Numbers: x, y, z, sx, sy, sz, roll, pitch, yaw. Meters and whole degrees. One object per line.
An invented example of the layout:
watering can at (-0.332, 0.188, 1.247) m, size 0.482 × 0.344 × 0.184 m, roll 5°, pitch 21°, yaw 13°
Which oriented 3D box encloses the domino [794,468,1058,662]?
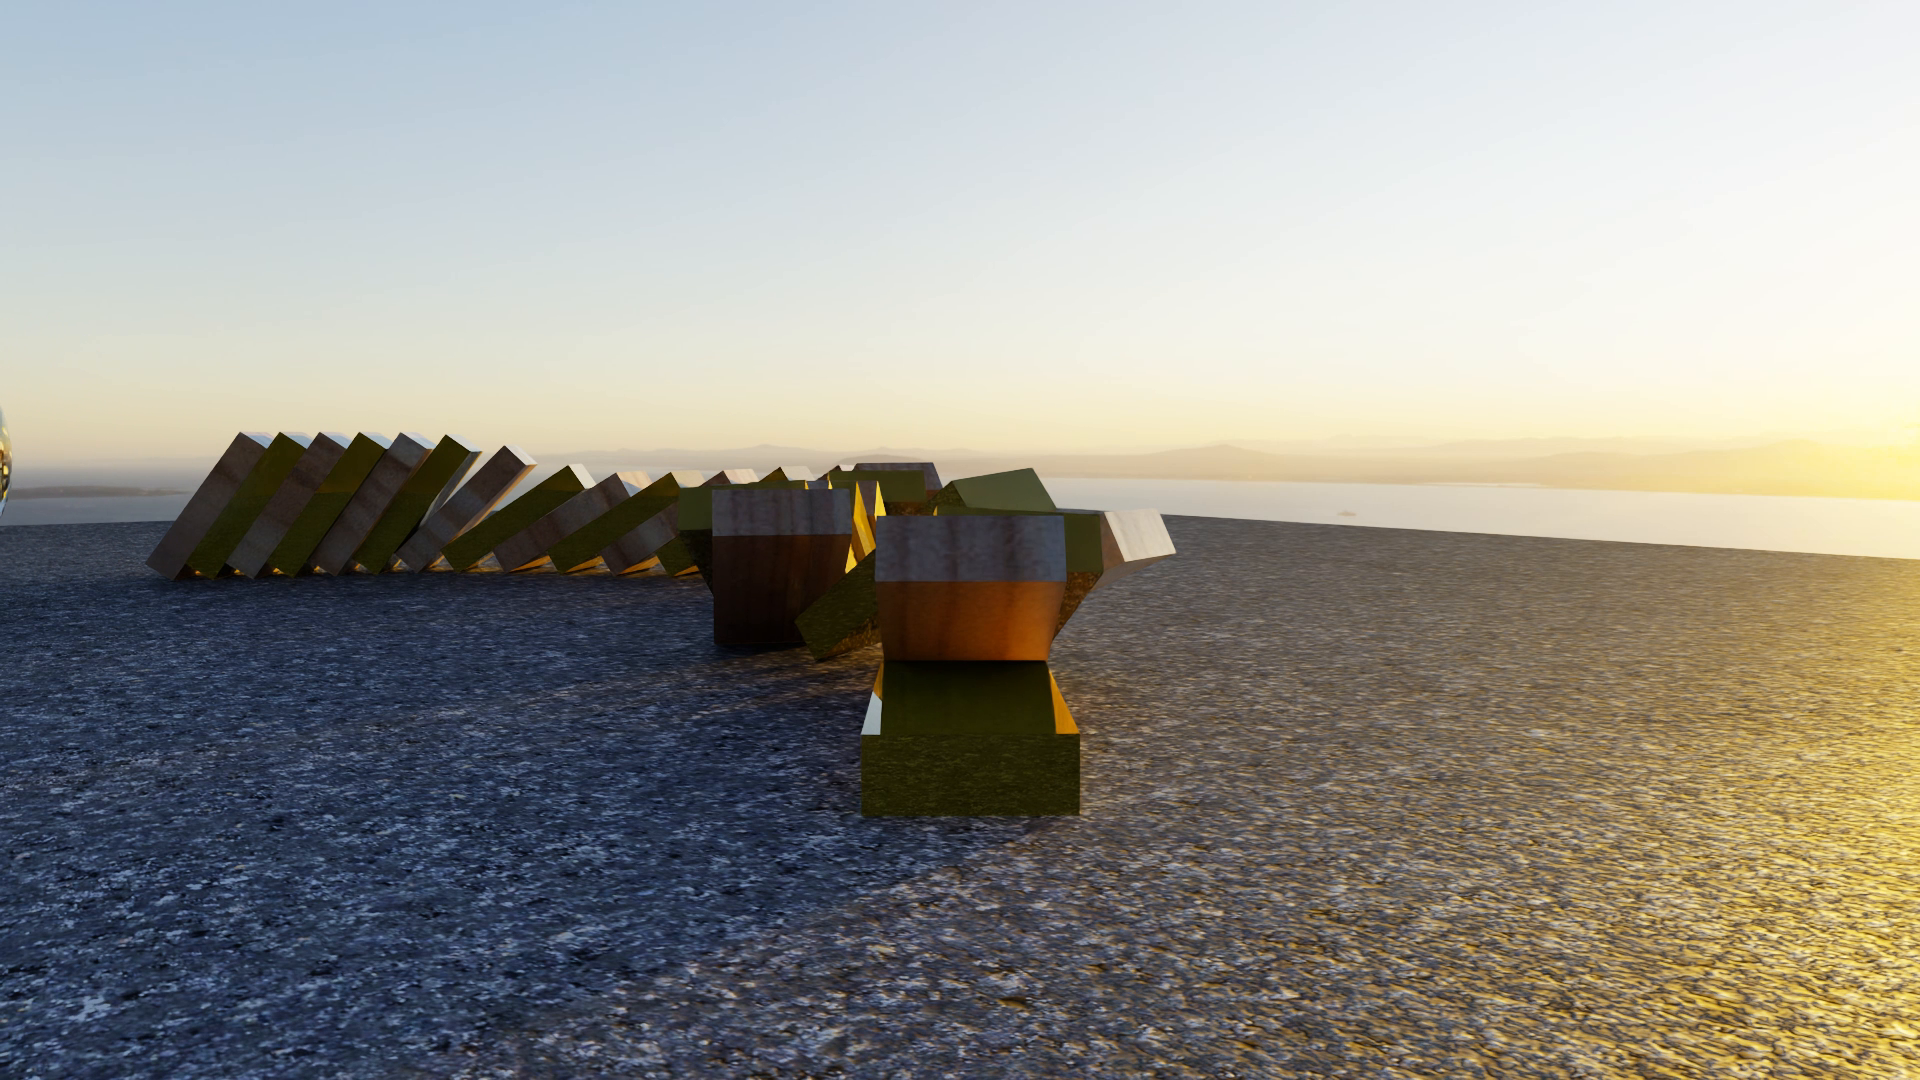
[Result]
domino at (-0.007, 0.005, 0.247) m, size 0.050 × 0.009 × 0.025 m, roll -40°, pitch -17°, yaw 35°

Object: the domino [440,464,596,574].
domino at (-0.148, -0.008, 0.434) m, size 0.050 × 0.009 × 0.025 m, roll -34°, pitch 7°, yaw -3°

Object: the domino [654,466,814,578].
domino at (-0.071, -0.006, 0.411) m, size 0.050 × 0.009 × 0.025 m, roll -33°, pitch -4°, yaw 12°

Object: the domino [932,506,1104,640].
domino at (0.004, 0.010, 0.213) m, size 0.025 × 0.009 × 0.050 m, roll 3°, pitch -24°, yaw -10°

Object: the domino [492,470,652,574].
domino at (-0.128, -0.006, 0.428) m, size 0.050 × 0.009 × 0.025 m, roll -30°, pitch 0°, yaw 8°

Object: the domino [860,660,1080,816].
domino at (0.001, 0.025, 0.171) m, size 0.025 × 0.010 × 0.050 m, roll 0°, pitch 4°, yaw -1°

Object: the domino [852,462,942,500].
domino at (-0.028, -0.004, 0.376) m, size 0.025 × 0.009 × 0.050 m, roll -3°, pitch -31°, yaw -34°

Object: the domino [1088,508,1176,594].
domino at (0.014, 0.009, 0.247) m, size 0.050 × 0.009 × 0.025 m, roll -27°, pitch -11°, yaw 29°

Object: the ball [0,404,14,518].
ball at (-0.263, -0.019, 0.289) m, size 0.080 × 0.080 × 0.080 m, roll 0°, pitch 4°, yaw 0°

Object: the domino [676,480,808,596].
domino at (-0.041, 0.004, 0.273) m, size 0.025 × 0.010 × 0.050 m, roll -4°, pitch -27°, yaw 2°

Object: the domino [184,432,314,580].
domino at (-0.226, -0.012, 0.413) m, size 0.009 × 0.050 × 0.025 m, roll 35°, pitch -3°, yaw -12°

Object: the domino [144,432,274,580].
domino at (-0.237, -0.012, 0.412) m, size 0.010 × 0.050 × 0.025 m, roll 35°, pitch -3°, yaw -12°

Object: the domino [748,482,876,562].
domino at (-0.034, 0.002, 0.313) m, size 0.025 × 0.009 × 0.050 m, roll 0°, pitch -27°, yaw 5°

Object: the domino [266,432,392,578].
domino at (-0.203, -0.012, 0.418) m, size 0.009 × 0.050 × 0.025 m, roll 35°, pitch -3°, yaw -12°

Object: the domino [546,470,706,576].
domino at (-0.109, -0.006, 0.423) m, size 0.050 × 0.009 × 0.025 m, roll -30°, pitch -1°, yaw 10°

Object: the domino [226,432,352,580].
domino at (-0.214, -0.012, 0.415) m, size 0.009 × 0.050 × 0.025 m, roll 35°, pitch -3°, yaw -12°

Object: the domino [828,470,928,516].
domino at (-0.026, -0.002, 0.354) m, size 0.025 × 0.009 × 0.050 m, roll -1°, pitch -29°, yaw -13°

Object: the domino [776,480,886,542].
domino at (-0.031, 0.001, 0.332) m, size 0.025 × 0.009 × 0.050 m, roll 0°, pitch -26°, yaw 4°

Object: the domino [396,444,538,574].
domino at (-0.166, -0.011, 0.434) m, size 0.009 × 0.050 × 0.025 m, roll 45°, pitch -4°, yaw -10°

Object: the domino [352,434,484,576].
domino at (-0.181, -0.012, 0.429) m, size 0.010 × 0.050 × 0.025 m, roll 37°, pitch -3°, yaw -11°

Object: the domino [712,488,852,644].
domino at (-0.036, 0.006, 0.255) m, size 0.025 × 0.009 × 0.050 m, roll -1°, pitch -27°, yaw -11°

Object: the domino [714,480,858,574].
domino at (-0.038, 0.003, 0.293) m, size 0.025 × 0.009 × 0.050 m, roll -2°, pitch -27°, yaw 4°

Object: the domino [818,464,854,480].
domino at (-0.052, -0.006, 0.408) m, size 0.050 × 0.009 × 0.025 m, roll -33°, pitch -6°, yaw 13°

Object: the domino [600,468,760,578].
domino at (-0.090, -0.006, 0.417) m, size 0.050 × 0.010 × 0.025 m, roll -31°, pitch -2°, yaw 12°

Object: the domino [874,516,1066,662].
domino at (0.001, 0.011, 0.192) m, size 0.025 × 0.009 × 0.050 m, roll 0°, pitch -24°, yaw -1°

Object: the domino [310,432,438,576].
domino at (-0.192, -0.012, 0.423) m, size 0.009 × 0.050 × 0.025 m, roll 35°, pitch -3°, yaw -12°
